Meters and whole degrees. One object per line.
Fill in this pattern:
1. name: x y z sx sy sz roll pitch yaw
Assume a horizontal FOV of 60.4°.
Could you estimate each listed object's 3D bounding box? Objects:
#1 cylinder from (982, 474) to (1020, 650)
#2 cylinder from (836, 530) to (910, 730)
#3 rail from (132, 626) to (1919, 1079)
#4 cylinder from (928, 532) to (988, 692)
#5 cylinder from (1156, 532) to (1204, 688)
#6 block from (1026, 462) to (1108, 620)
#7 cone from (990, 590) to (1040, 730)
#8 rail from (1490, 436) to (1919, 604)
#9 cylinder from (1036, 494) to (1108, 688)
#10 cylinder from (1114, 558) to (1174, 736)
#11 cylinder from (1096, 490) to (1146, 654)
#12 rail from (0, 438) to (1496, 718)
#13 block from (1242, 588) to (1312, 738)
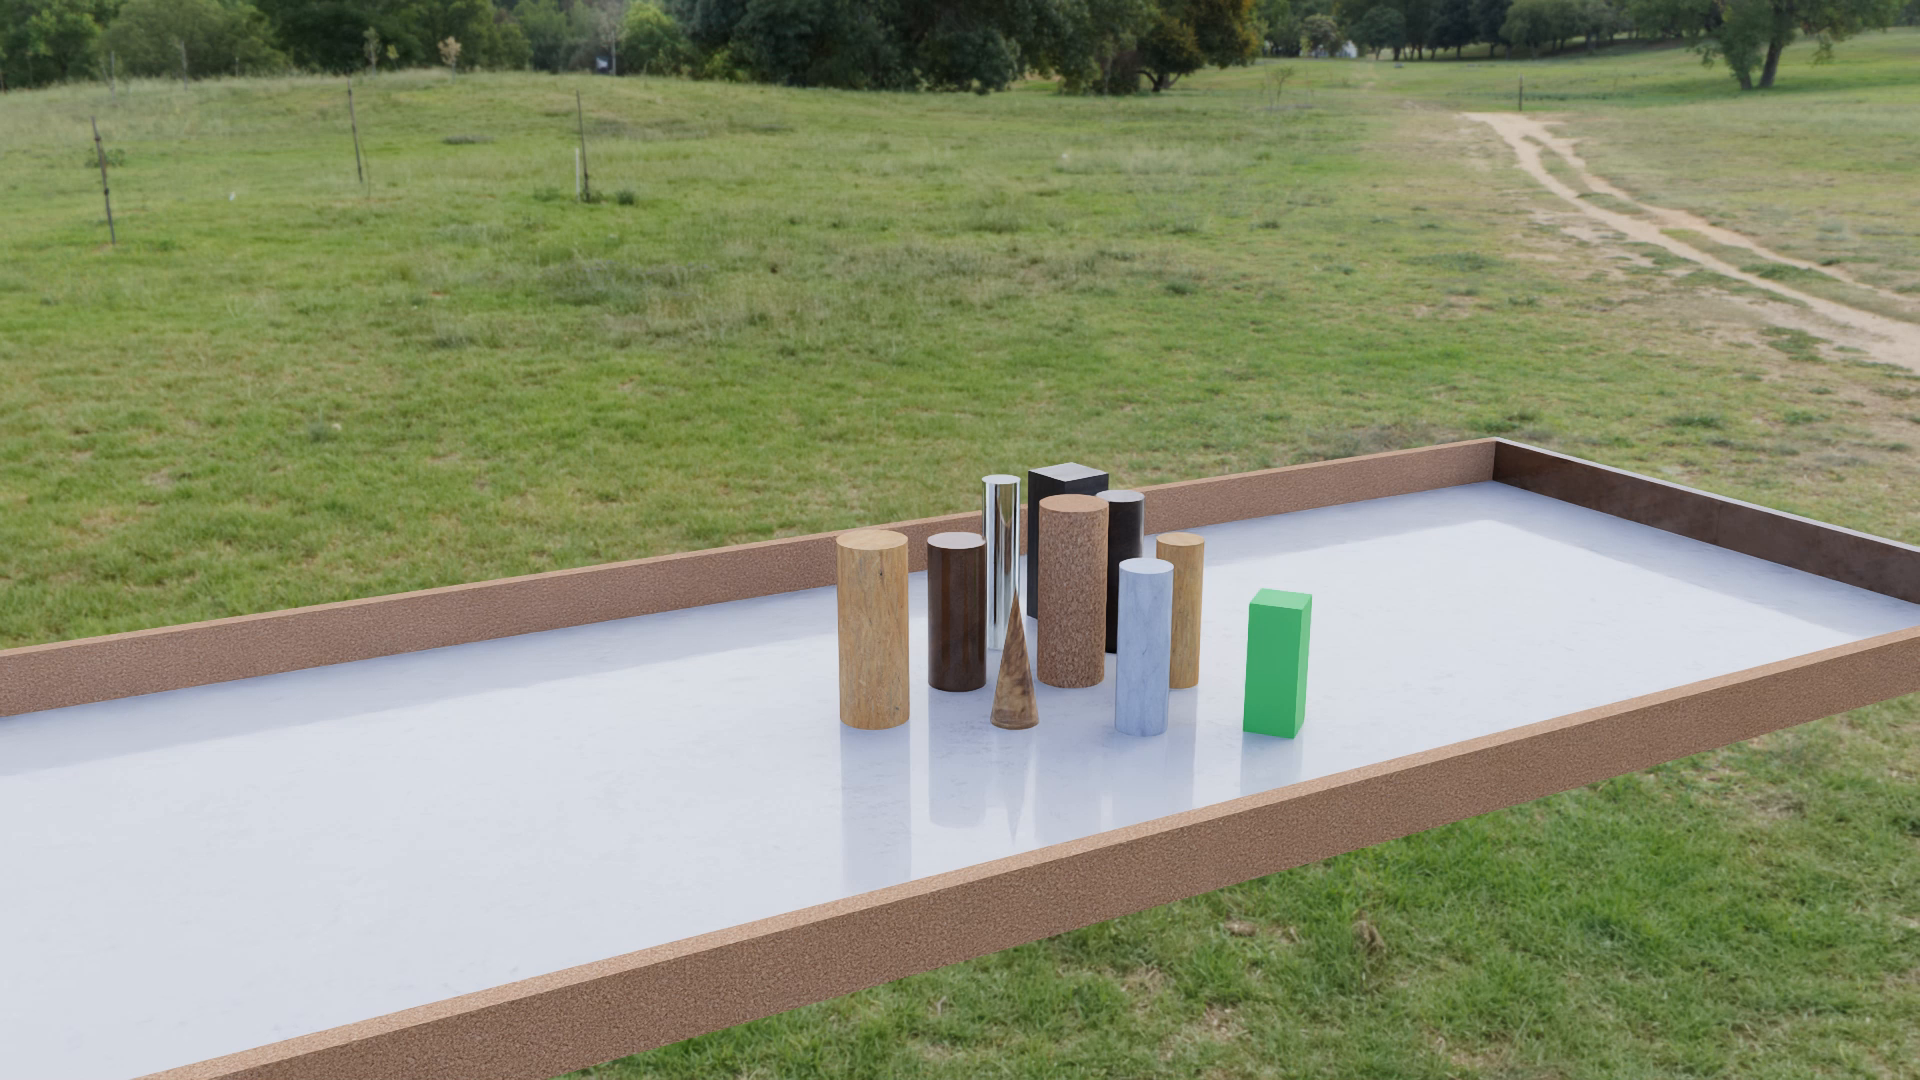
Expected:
1. cylinder: 0.107 0.060 4.347 0.100 0.454 0.100 0 16 0
2. cylinder: -0.203 0.209 3.865 0.166 0.439 0.166 0 16 0
3. rail: -2.336 1.006 1.665 12.000 0.150 0.050 -9 18 -27
4. cylinder: -0.007 0.178 4.093 0.148 0.370 0.148 0 16 0
5. cylinder: 0.542 0.175 4.100 0.117 0.371 0.117 0 16 0
6. block: 0.296 0.014 4.564 0.156 0.419 0.156 -12 20 -35
7. cone: 0.129 0.265 3.856 0.117 0.336 0.117 0 16 0
8. rail: 2.466 -0.048 5.253 0.050 0.150 2.100 -9 18 -27
9. cylinder: 0.280 0.127 4.117 0.171 0.454 0.171 0 16 0
10. cylinder: 0.424 0.248 3.811 0.124 0.395 0.124 0 16 0
11. cylinder: 0.417 0.083 4.340 0.127 0.412 0.127 0 16 0
12. rail: -3.305 0.497 3.399 12.000 0.150 0.050 -9 18 -27
13. block: 0.737 0.285 3.826 0.120 0.314 0.120 7 18 22
